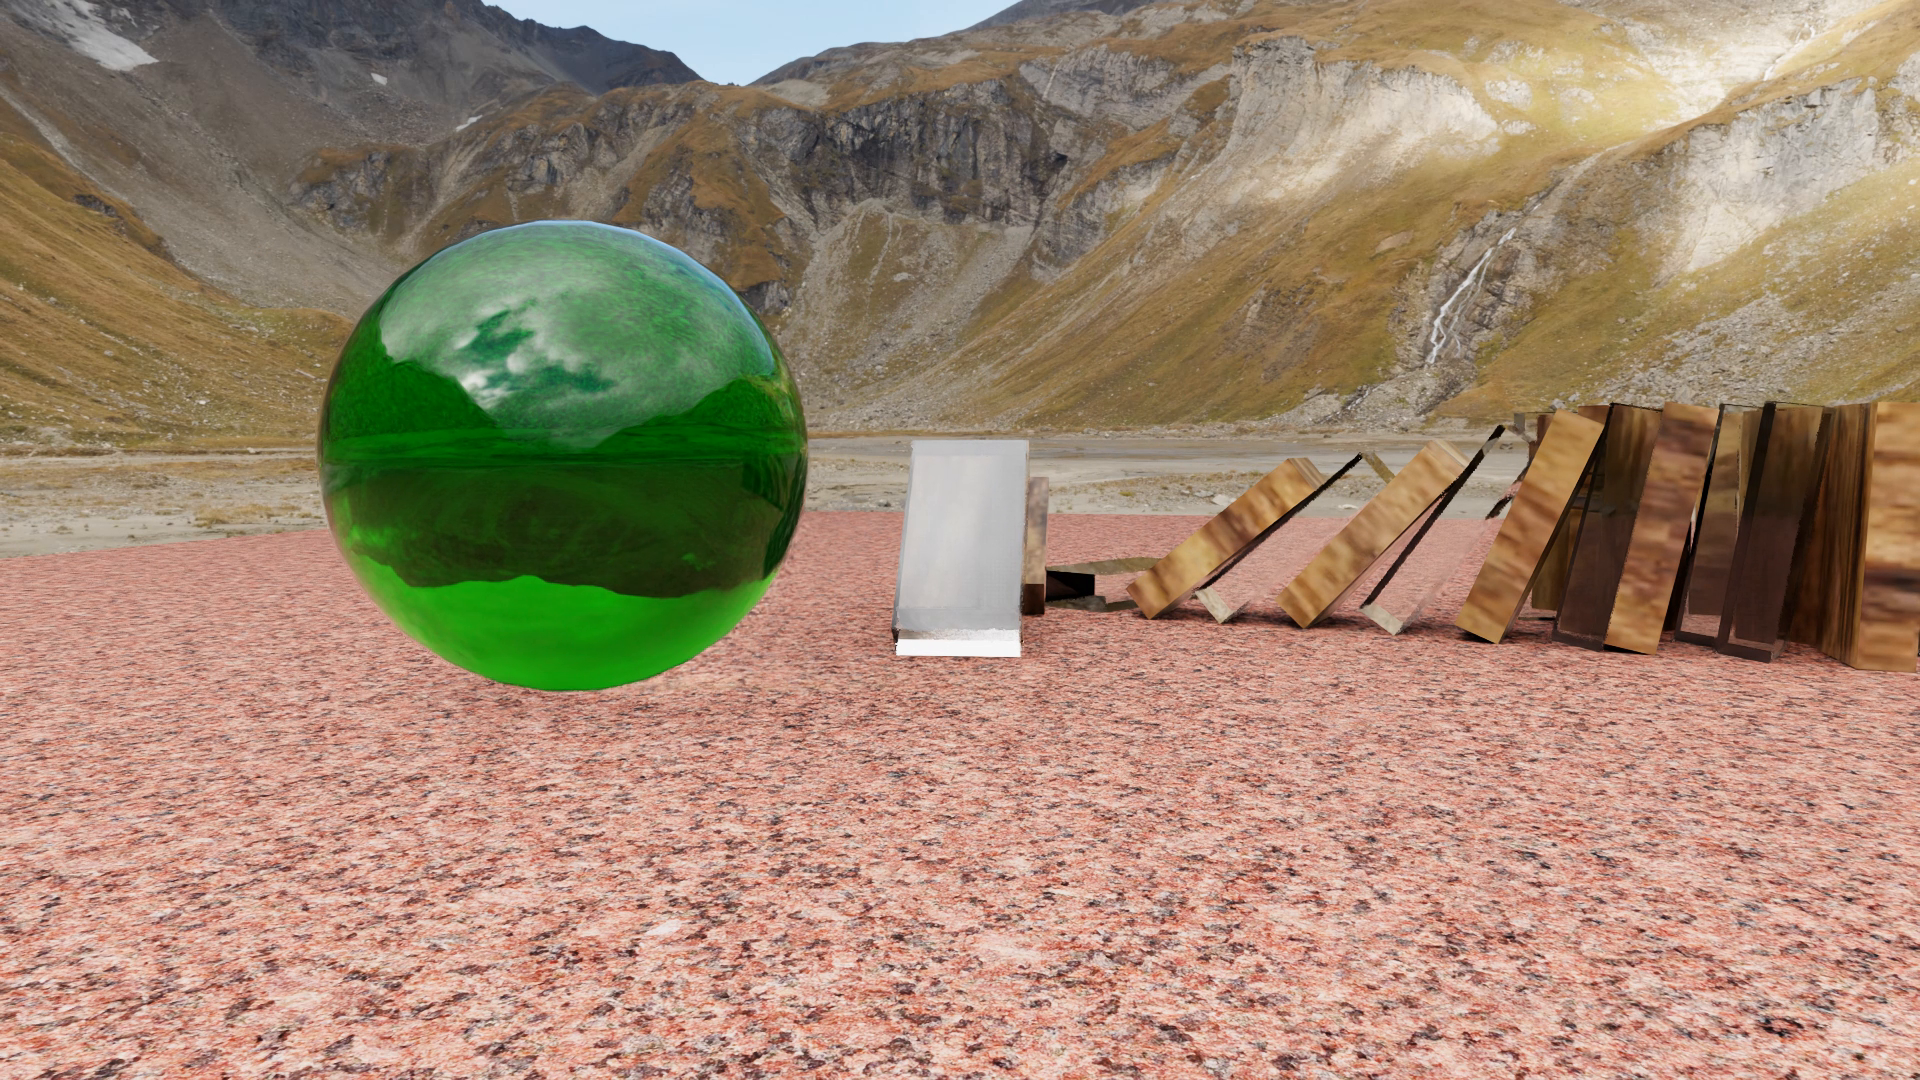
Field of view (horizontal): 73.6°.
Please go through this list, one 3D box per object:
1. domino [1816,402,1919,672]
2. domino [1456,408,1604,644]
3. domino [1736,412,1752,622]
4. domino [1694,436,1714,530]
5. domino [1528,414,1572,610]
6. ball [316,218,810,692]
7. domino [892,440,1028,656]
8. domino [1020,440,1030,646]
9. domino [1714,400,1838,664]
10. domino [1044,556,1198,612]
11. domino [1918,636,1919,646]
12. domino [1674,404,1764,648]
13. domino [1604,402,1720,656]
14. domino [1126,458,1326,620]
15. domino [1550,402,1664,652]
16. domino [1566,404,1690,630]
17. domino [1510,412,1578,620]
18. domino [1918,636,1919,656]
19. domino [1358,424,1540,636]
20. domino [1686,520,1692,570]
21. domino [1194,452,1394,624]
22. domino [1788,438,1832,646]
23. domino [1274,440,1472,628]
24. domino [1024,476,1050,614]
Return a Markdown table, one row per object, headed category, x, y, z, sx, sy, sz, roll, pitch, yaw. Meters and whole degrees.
| category | x | y | z | sx | sy | sz | roll | pitch | yaw |
| --- | --- | --- | --- | --- | --- | --- | --- | --- | --- |
| domino | 0.178 | -0.001 | 0.250 | 0.010 | 0.050 | 0.025 | 3 | 5 | 19 |
| domino | 0.125 | -0.003 | 0.279 | 0.009 | 0.050 | 0.025 | 27 | 16 | 25 |
| domino | 0.200 | -0.005 | 0.304 | 0.025 | 0.050 | 0.009 | 0 | 4 | -1 |
| domino | 0.198 | -0.008 | 0.335 | 0.009 | 0.050 | 0.025 | 2 | 5 | 29 |
| domino | 0.160 | -0.007 | 0.327 | 0.009 | 0.050 | 0.025 | -3 | 5 | -37 |
| ball | -0.066 | -0.014 | 0.221 | 0.080 | 0.080 | 0.080 | 0 | 4 | 0 |
| domino | 0.001 | 0.001 | 0.269 | 0.025 | 0.050 | 0.009 | 0 | -38 | 5 |
| domino | 0.002 | 0.000 | 0.282 | 0.025 | 0.050 | 0.009 | 0 | -38 | 5 |
| domino | 0.163 | -0.002 | 0.257 | 0.009 | 0.050 | 0.025 | 13 | 12 | 38 |
| domino | 0.045 | 0.012 | 0.350 | 0.025 | 0.010 | 0.050 | 4 | 6 | 43 |
| domino | 0.213 | -0.002 | 0.267 | 0.025 | 0.050 | 0.009 | 3 | 5 | 31 |
| domino | 0.164 | -0.003 | 0.274 | 0.010 | 0.050 | 0.025 | 12 | 10 | 33 |
| domino | 0.146 | -0.003 | 0.267 | 0.009 | 0.050 | 0.025 | 15 | 11 | 28 |
| domino | 0.066 | -0.001 | 0.313 | 0.050 | 0.010 | 0.025 | -41 | -13 | 22 |
| domino | 0.137 | -0.003 | 0.271 | 0.009 | 0.050 | 0.025 | 15 | 11 | 28 |
| domino | 0.152 | -0.005 | 0.292 | 0.025 | 0.050 | 0.010 | 1 | 4 | -19 |
| domino | 0.148 | -0.006 | 0.311 | 0.025 | 0.050 | 0.009 | 1 | 4 | 8 |
| domino | 0.198 | -0.001 | 0.253 | 0.009 | 0.050 | 0.025 | -2 | 5 | -30 |
| domino | 0.111 | -0.002 | 0.289 | 0.010 | 0.050 | 0.025 | 40 | 21 | 21 |
| domino | 0.178 | -0.008 | 0.337 | 0.009 | 0.050 | 0.025 | -1 | 5 | -18 |
| domino | 0.081 | -0.001 | 0.307 | 0.050 | 0.009 | 0.025 | -43 | -14 | 21 |
| domino | 0.183 | -0.003 | 0.275 | 0.009 | 0.050 | 0.025 | -1 | 4 | -15 |
| domino | 0.097 | -0.001 | 0.298 | 0.010 | 0.050 | 0.025 | 47 | 24 | 18 |
| domino | 0.010 | 0.000 | 0.339 | 0.025 | 0.010 | 0.050 | 0 | 35 | 5 |
